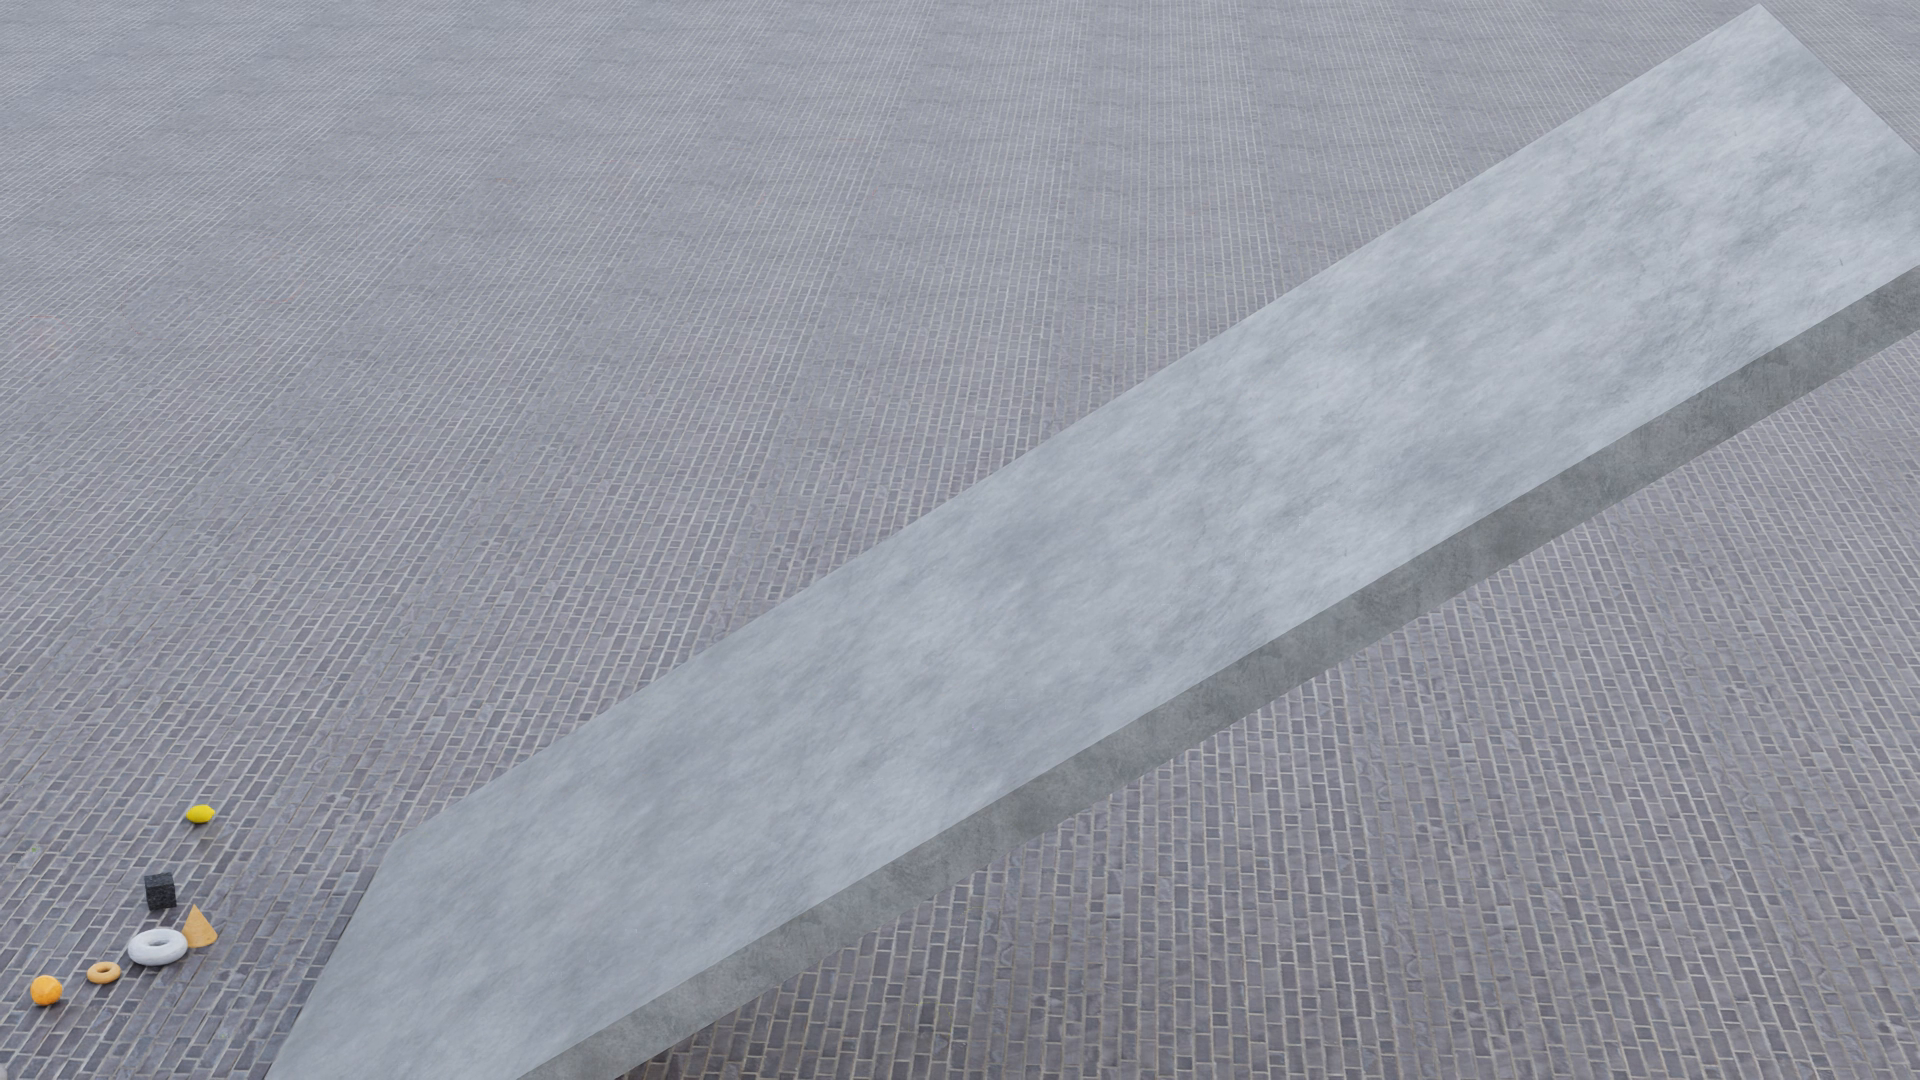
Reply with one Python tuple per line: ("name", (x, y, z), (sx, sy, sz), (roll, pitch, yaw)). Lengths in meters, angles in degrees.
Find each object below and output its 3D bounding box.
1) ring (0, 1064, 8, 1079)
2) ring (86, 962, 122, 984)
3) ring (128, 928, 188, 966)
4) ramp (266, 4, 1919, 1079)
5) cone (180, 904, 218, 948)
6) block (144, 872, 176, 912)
("ring", (-2.245, 1.233, 6.701), (0.146, 0.049, 0.146), (-1, 22, 0))
("ring", (-2.094, 1.058, 7.193), (0.081, 0.027, 0.081), (0, 22, 0))
("ring", (-1.989, 1.010, 7.293), (0.145, 0.048, 0.145), (1, 19, 0))
("ramp", (0.138, 0.172, 6.299), (4.000, 0.100, 2.000), (-31, 16, 14))
("cone", (-1.914, 0.954, 7.368), (0.098, 0.098, 0.098), (0, 21, 0))
("block", (-2.052, 0.902, 7.549), (0.068, 0.068, 0.068), (-8, 22, -20))
